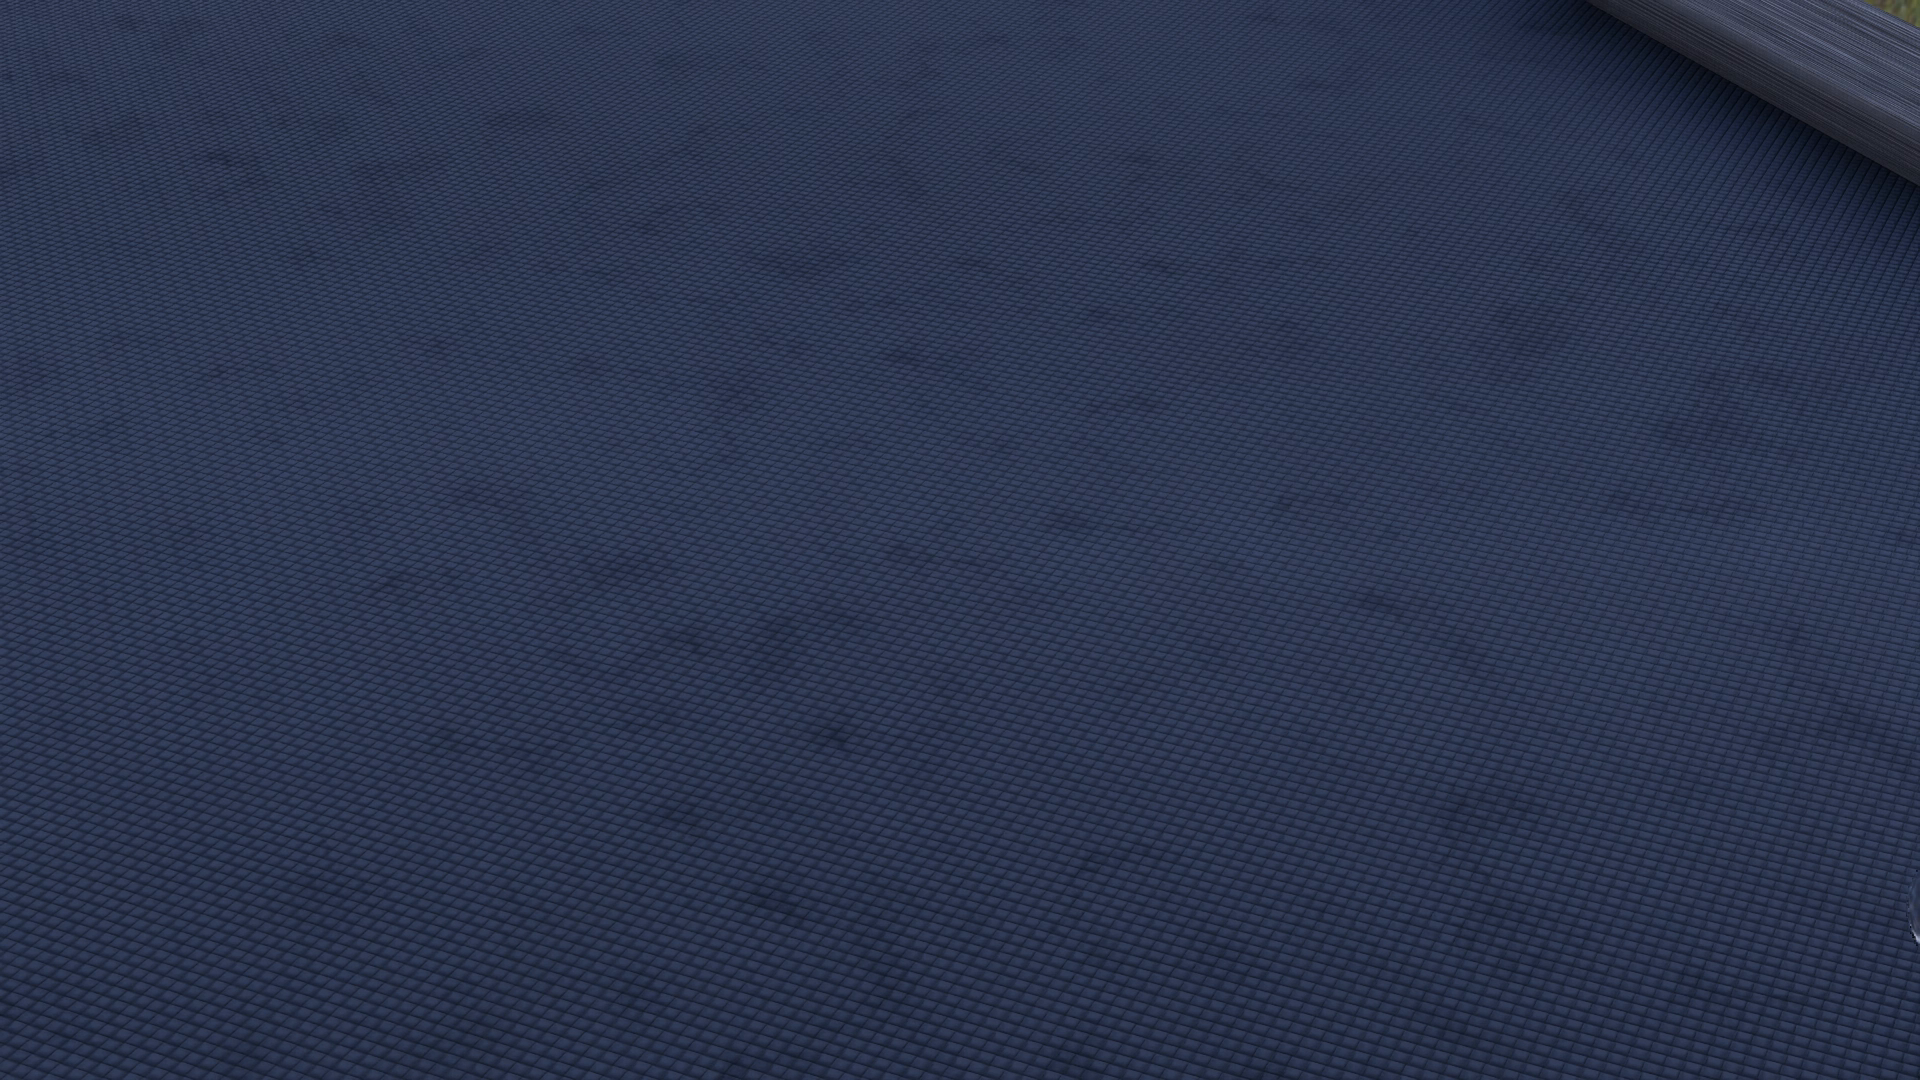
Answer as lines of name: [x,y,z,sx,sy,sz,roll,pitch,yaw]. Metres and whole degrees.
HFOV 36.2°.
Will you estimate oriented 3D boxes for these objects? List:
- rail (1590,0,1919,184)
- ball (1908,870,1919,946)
rail: [0.629,-0.582,2.907,0.045,0.128,3.587,-9,29,-17]
ball: [0.522,0.190,1.507,0.070,0.070,0.070,0,28,0]
